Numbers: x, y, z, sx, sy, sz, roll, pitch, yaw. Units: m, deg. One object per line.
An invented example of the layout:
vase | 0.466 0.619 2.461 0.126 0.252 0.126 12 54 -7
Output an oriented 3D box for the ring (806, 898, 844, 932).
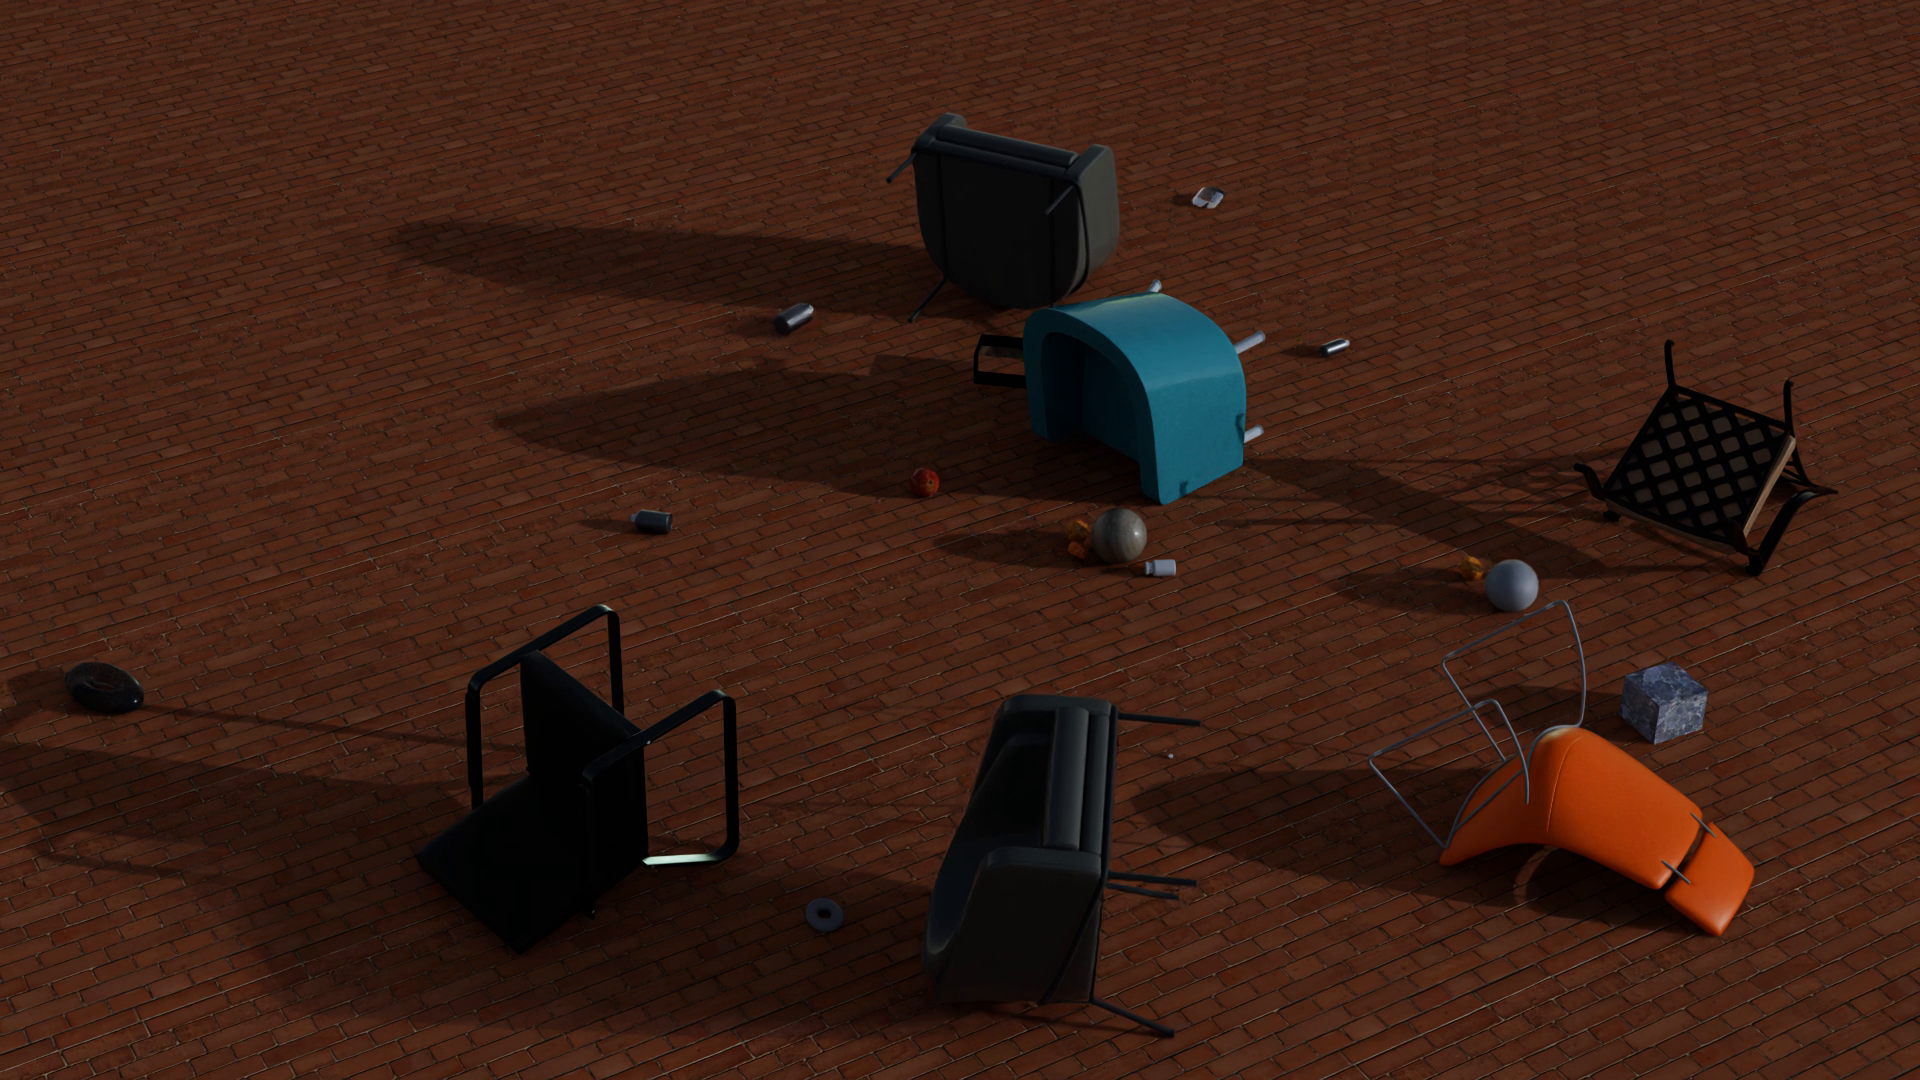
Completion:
ring | -0.423 1.169 9.138 0.116 0.036 0.150 -12 36 -16

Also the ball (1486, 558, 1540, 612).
ball | 1.982 0.163 10.523 0.191 0.191 0.191 0 33 0

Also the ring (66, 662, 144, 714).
ring | -2.947 0.509 10.100 0.345 0.082 0.196 22 38 30

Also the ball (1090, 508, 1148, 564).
ball | 0.584 -0.016 10.779 0.209 0.209 0.209 0 33 0

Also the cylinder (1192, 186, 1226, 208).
cylinder | 1.124 -1.547 13.251 0.121 0.046 0.118 13 36 19

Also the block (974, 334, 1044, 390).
block | 0.200 -0.725 11.921 0.262 0.136 0.174 6 34 9

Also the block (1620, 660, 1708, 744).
block | 2.389 0.552 9.959 0.200 0.162 0.193 -15 36 -21

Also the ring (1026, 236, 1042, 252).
ring | 0.324 -1.303 12.877 0.069 0.050 0.088 -15 38 -25
